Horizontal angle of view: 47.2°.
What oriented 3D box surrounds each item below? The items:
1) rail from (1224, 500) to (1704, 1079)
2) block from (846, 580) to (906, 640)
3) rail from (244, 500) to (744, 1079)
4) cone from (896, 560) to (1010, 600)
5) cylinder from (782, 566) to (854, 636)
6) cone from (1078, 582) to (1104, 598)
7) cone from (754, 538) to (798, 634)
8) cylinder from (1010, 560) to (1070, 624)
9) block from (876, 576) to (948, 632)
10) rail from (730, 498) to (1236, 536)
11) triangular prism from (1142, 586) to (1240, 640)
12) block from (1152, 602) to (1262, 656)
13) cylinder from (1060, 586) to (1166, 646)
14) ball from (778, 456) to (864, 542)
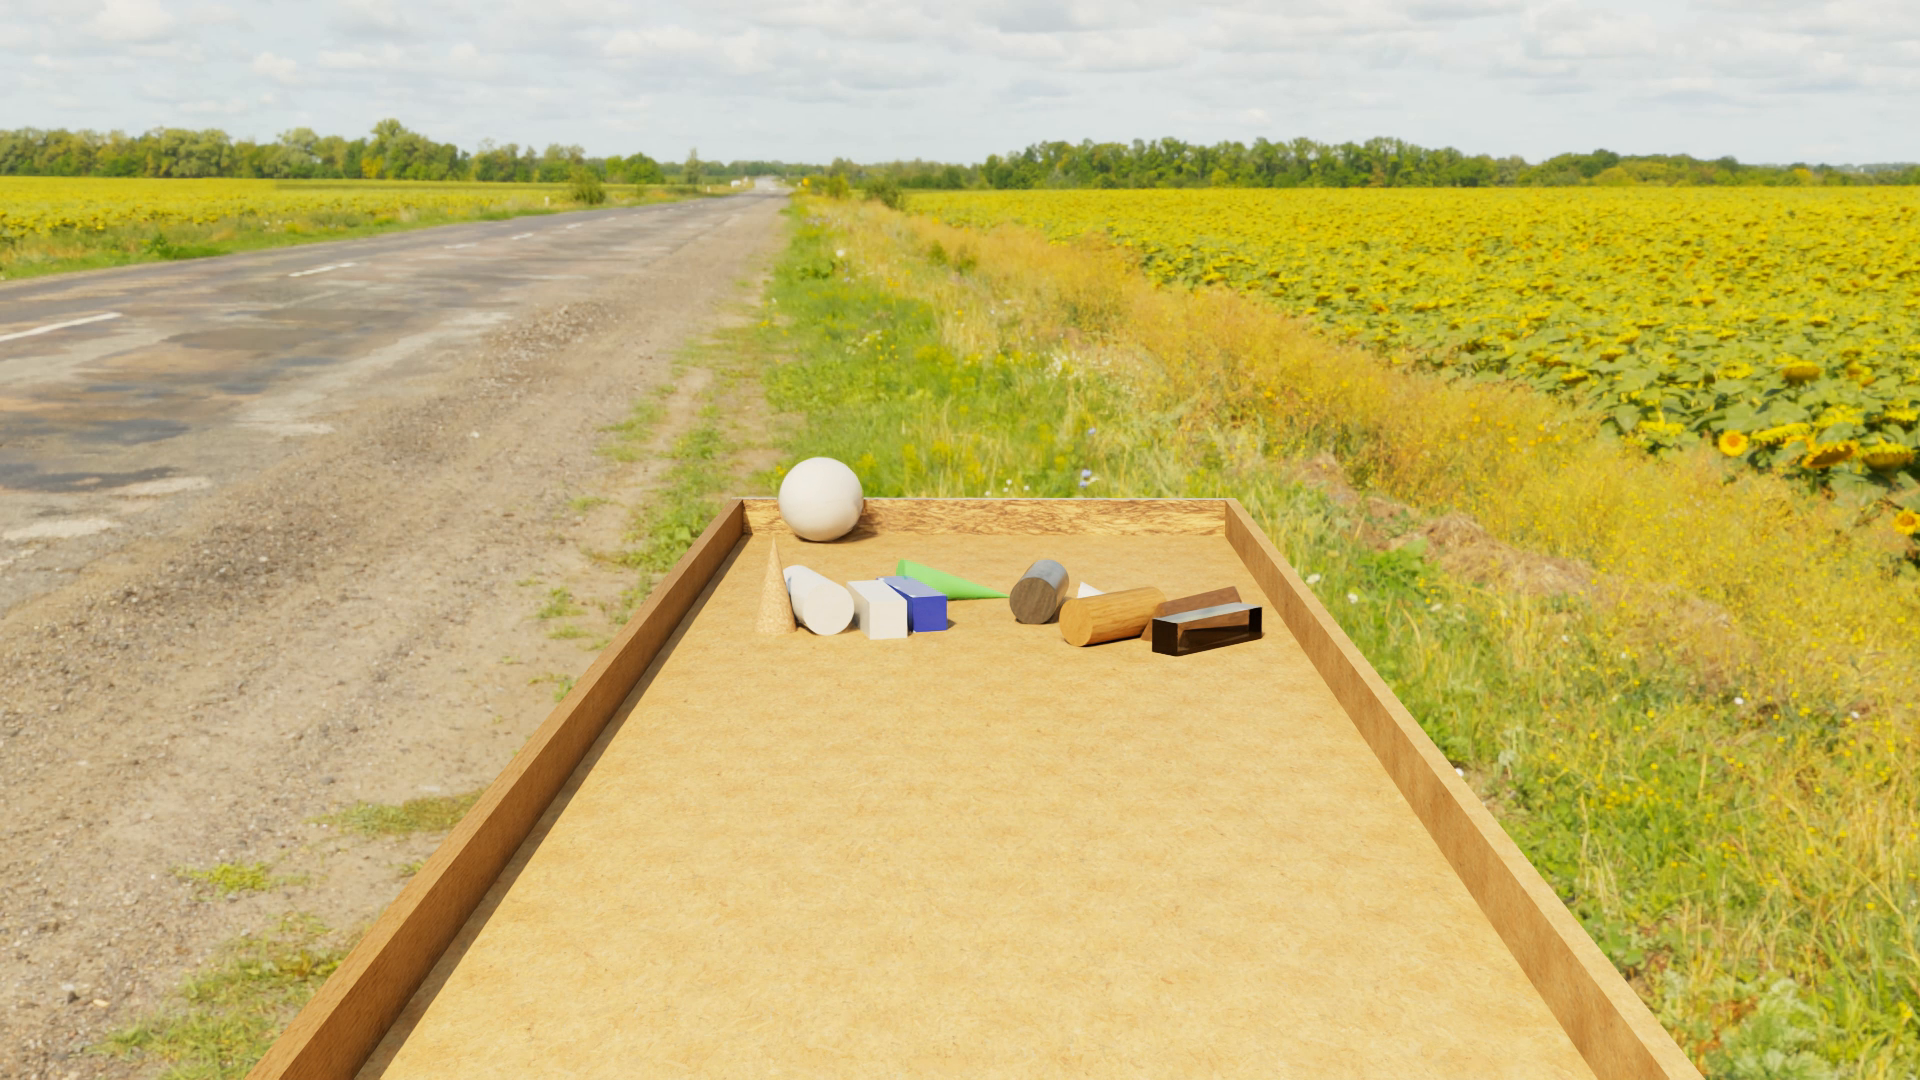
[{"bbox_3d":[1.046,0.843,3.208,0.050,0.150,12.000,0,9,1],"label":"rail"},{"bbox_3d":[-0.275,0.226,7.197,0.121,0.121,0.388,-2,9,-14],"label":"block"},{"bbox_3d":[-1.004,0.839,3.234,0.050,0.150,12.000,0,9,1],"label":"rail"},{"bbox_3d":[-0.011,0.172,7.688,0.418,0.152,0.152,8,7,-14],"label":"cone"},{"bbox_3d":[-0.485,0.196,7.229,0.172,0.172,0.364,-3,10,-20],"label":"cylinder"},{"bbox_3d":[0.536,0.247,7.217,0.321,0.150,0.150,14,10,3],"label":"cone"},{"bbox_3d":[-0.601,0.139,7.126,0.143,0.316,0.143,0,9,0],"label":"cone"},{"bbox_3d":[0.270,0.172,7.416,0.157,0.157,0.373,1,9,9],"label":"cylinder"},{"bbox_3d":[-0.164,0.210,7.311,0.116,0.116,0.400,-3,10,-19],"label":"block"},{"bbox_3d":[0.099,-0.098,9.147,2.100,0.150,0.050,0,9,1],"label":"rail"},{"bbox_3d":[0.766,0.237,7.095,0.144,0.125,0.412,8,12,41],"label":"triangular prism"},{"bbox_3d":[0.779,0.279,6.911,0.405,0.105,0.105,-8,12,-42],"label":"block"},{"bbox_3d":[0.492,0.242,7.003,0.342,0.150,0.150,-8,12,-40],"label":"cylinder"},{"bbox_3d":[-0.564,-0.165,8.946,0.346,0.346,0.346,0,9,0],"label":"ball"}]
